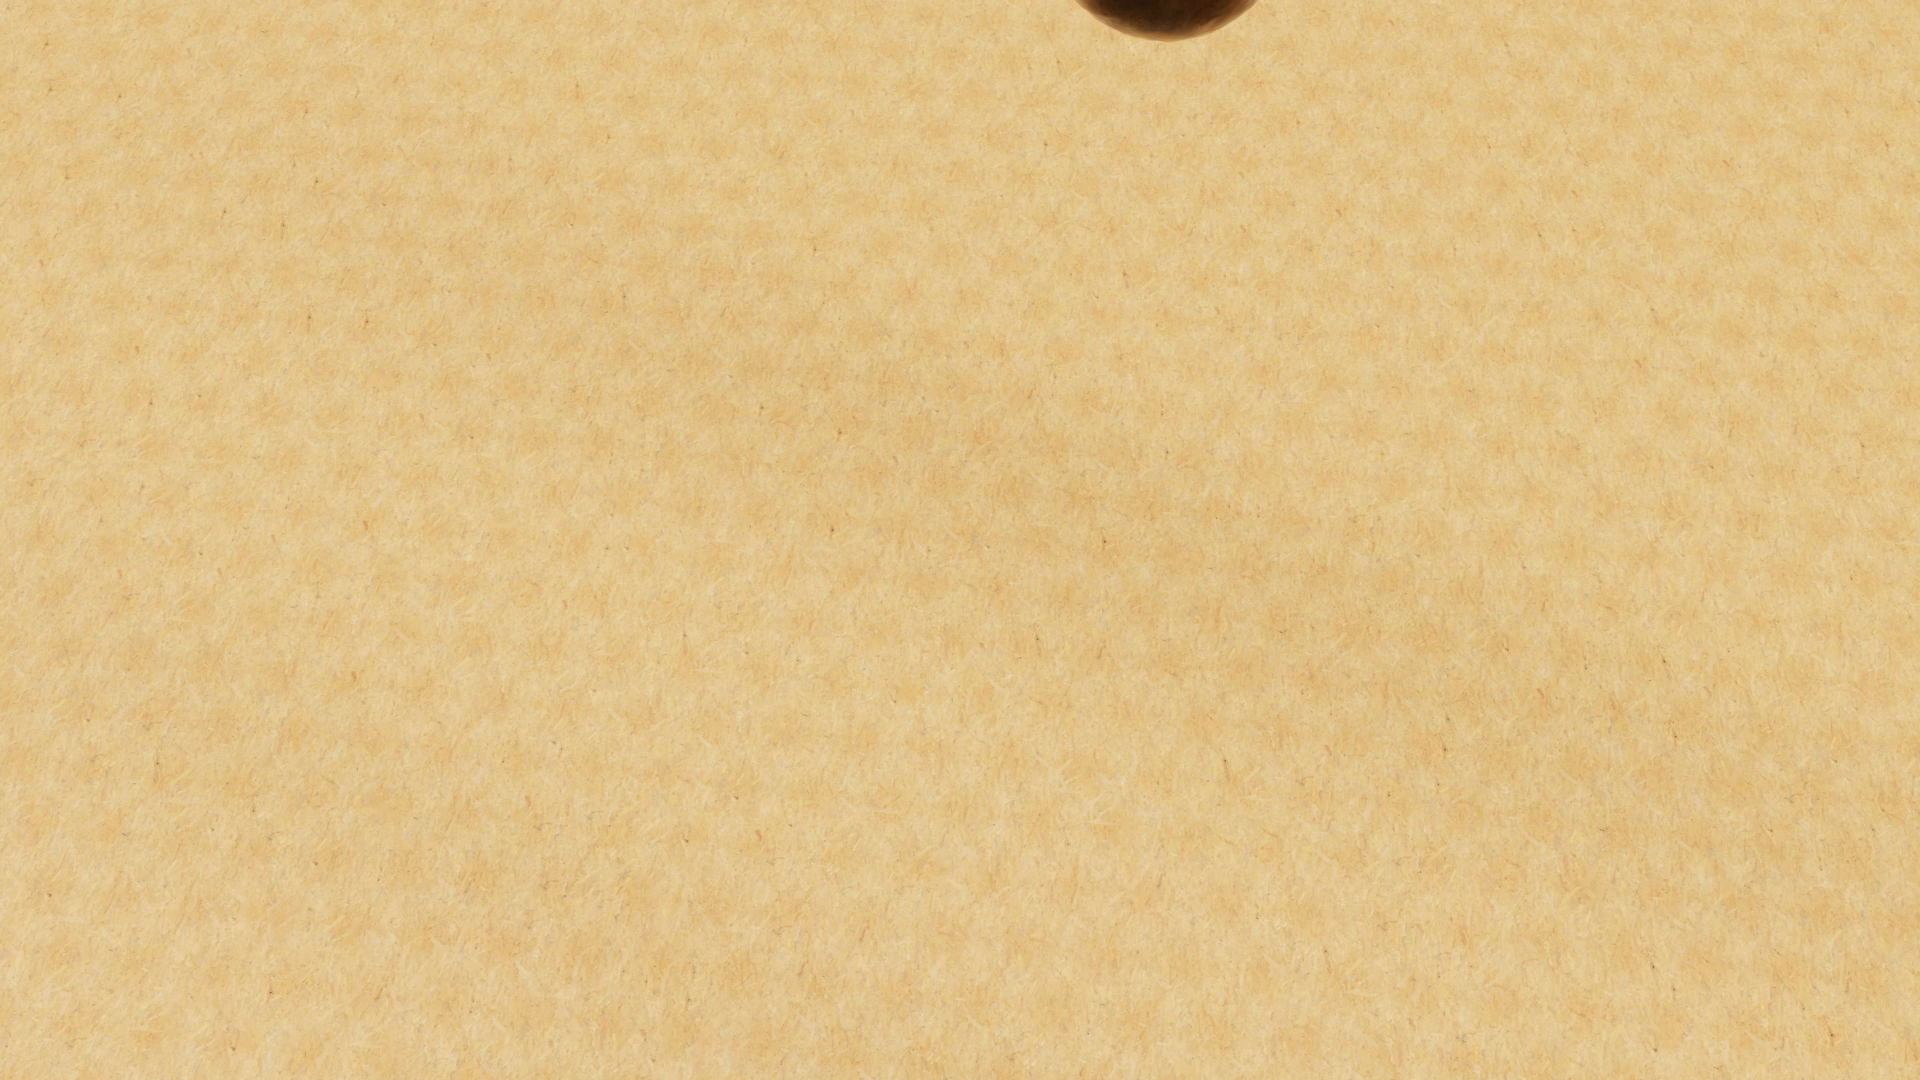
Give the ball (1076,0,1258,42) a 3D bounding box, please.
[{"bbox_3d":[0.195,-0.586,2.060,0.232,0.232,0.232,0,56,0],"label":"ball"}]
